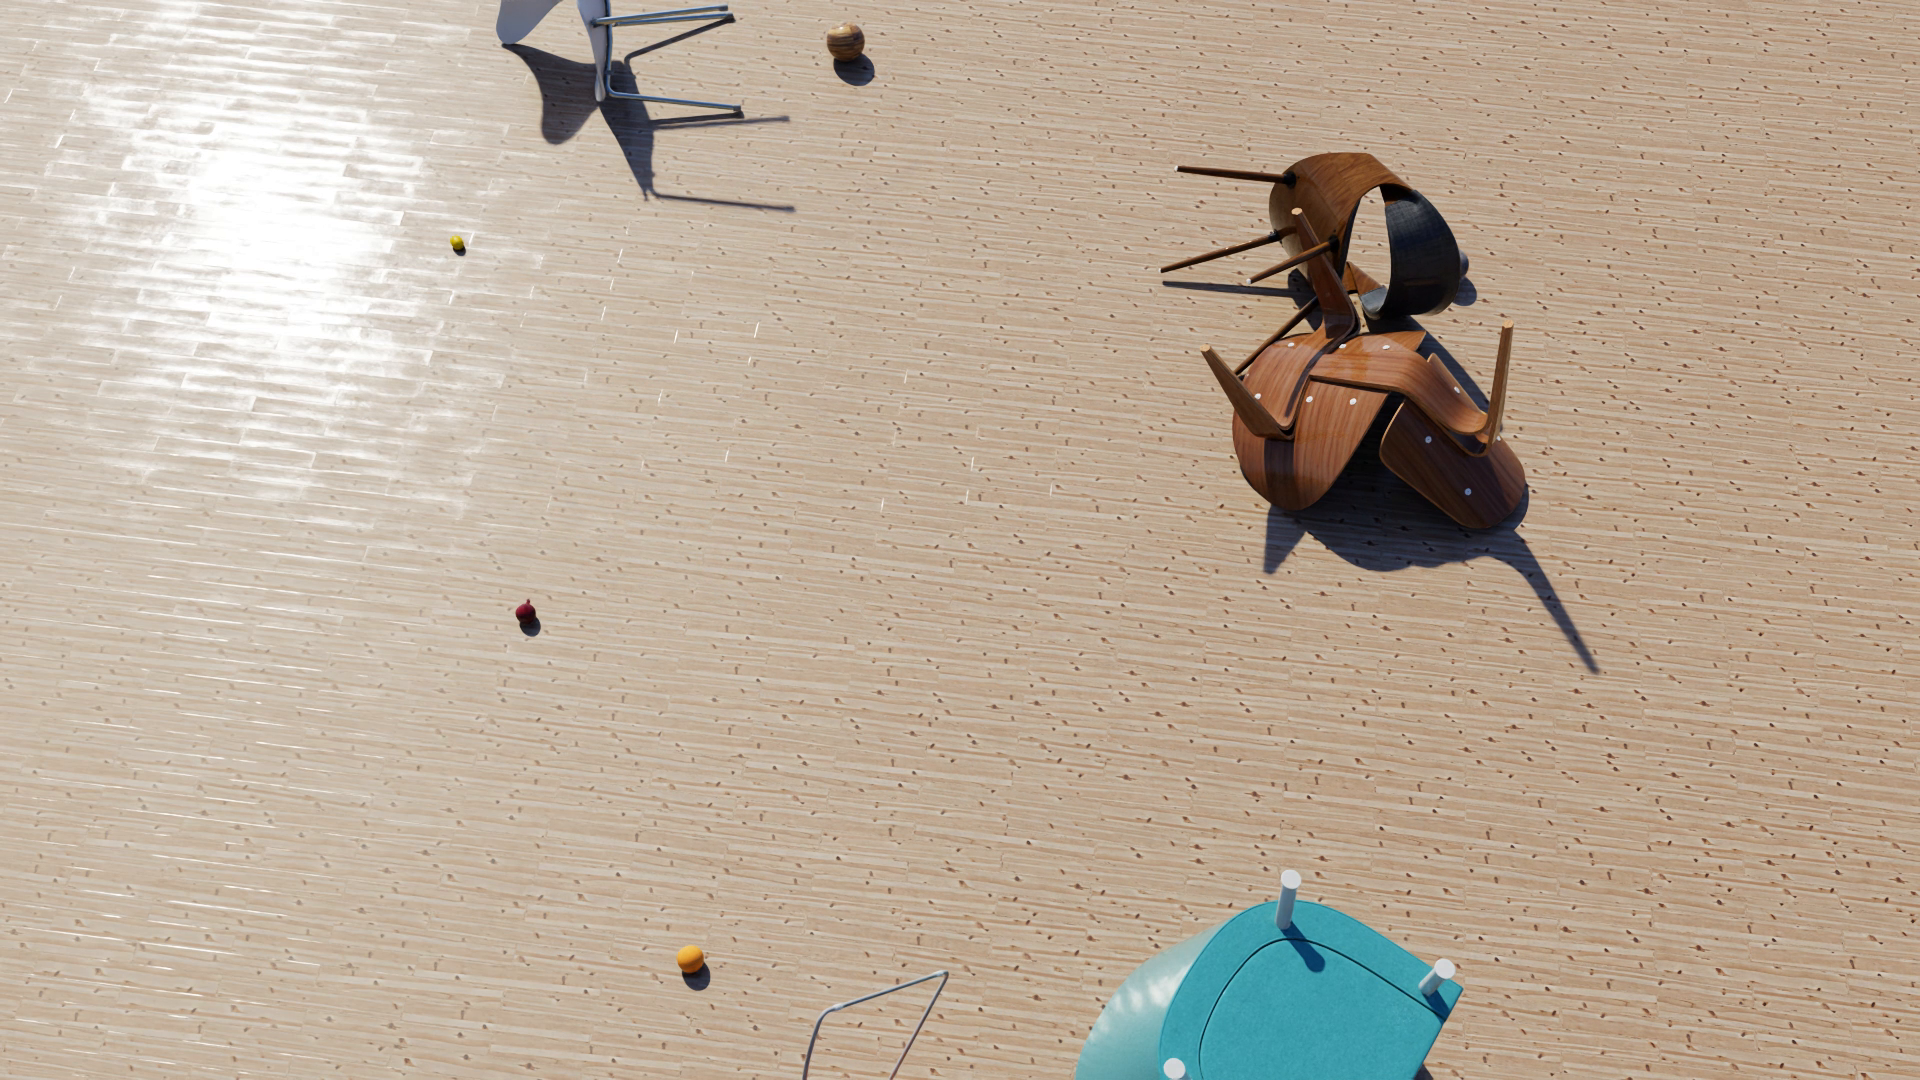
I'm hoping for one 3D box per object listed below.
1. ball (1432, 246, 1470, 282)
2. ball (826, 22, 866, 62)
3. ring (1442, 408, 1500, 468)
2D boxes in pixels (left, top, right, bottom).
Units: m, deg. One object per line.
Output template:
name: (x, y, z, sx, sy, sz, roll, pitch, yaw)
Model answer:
ball: (1.585, -0.889, 7.101, 0.114, 0.114, 0.114, 0, 56, 0)
ball: (-0.398, -1.737, 7.657, 0.137, 0.137, 0.137, 0, 56, 0)
ring: (1.565, -0.313, 6.741, 0.179, 0.072, 0.210, 9, 59, 1)
